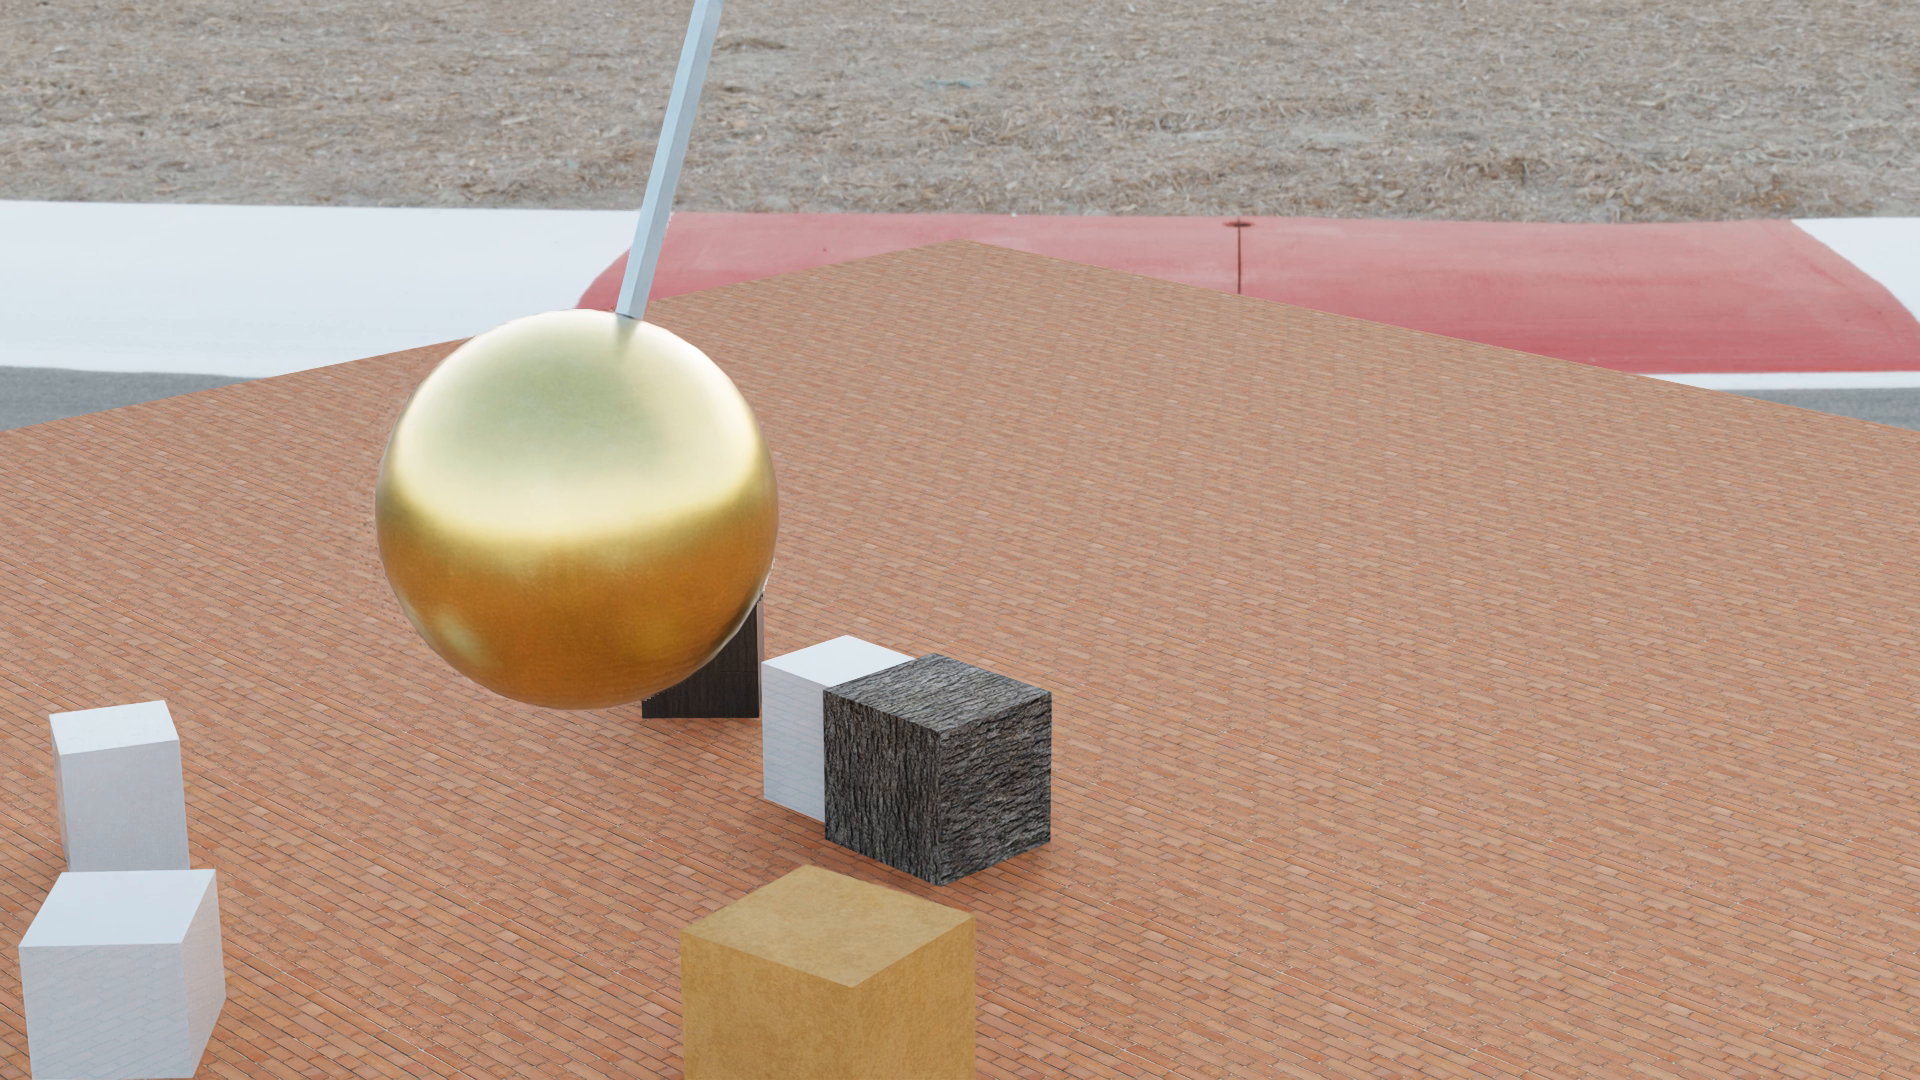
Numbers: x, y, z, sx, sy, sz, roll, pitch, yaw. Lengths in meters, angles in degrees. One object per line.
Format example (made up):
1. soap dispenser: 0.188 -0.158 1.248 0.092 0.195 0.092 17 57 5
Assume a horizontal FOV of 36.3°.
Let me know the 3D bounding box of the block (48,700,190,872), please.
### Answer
1. block: -3.888 1.166 13.559 0.523 0.646 0.546 -7 19 -20

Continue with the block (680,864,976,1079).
1. block: -0.499 1.823 11.253 0.823 0.774 0.768 12 21 34

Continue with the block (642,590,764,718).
1. block: -1.363 0.512 15.547 0.613 0.701 0.585 0 17 -1

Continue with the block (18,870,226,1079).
1. block: -3.361 1.746 11.816 0.625 0.584 0.706 -1 17 -3

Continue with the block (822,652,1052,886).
1. block: -0.106 1.059 13.720 0.776 0.752 0.729 17 24 42

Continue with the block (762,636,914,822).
1. block: -0.552 0.927 14.219 0.585 0.705 0.563 17 24 42

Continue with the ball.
1. ball: -1.522 -0.121 11.708 1.600 1.600 1.600 0 17 0

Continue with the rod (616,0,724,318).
1. rod: -0.660 -3.407 11.580 0.080 5.200 0.080 17 3 42
